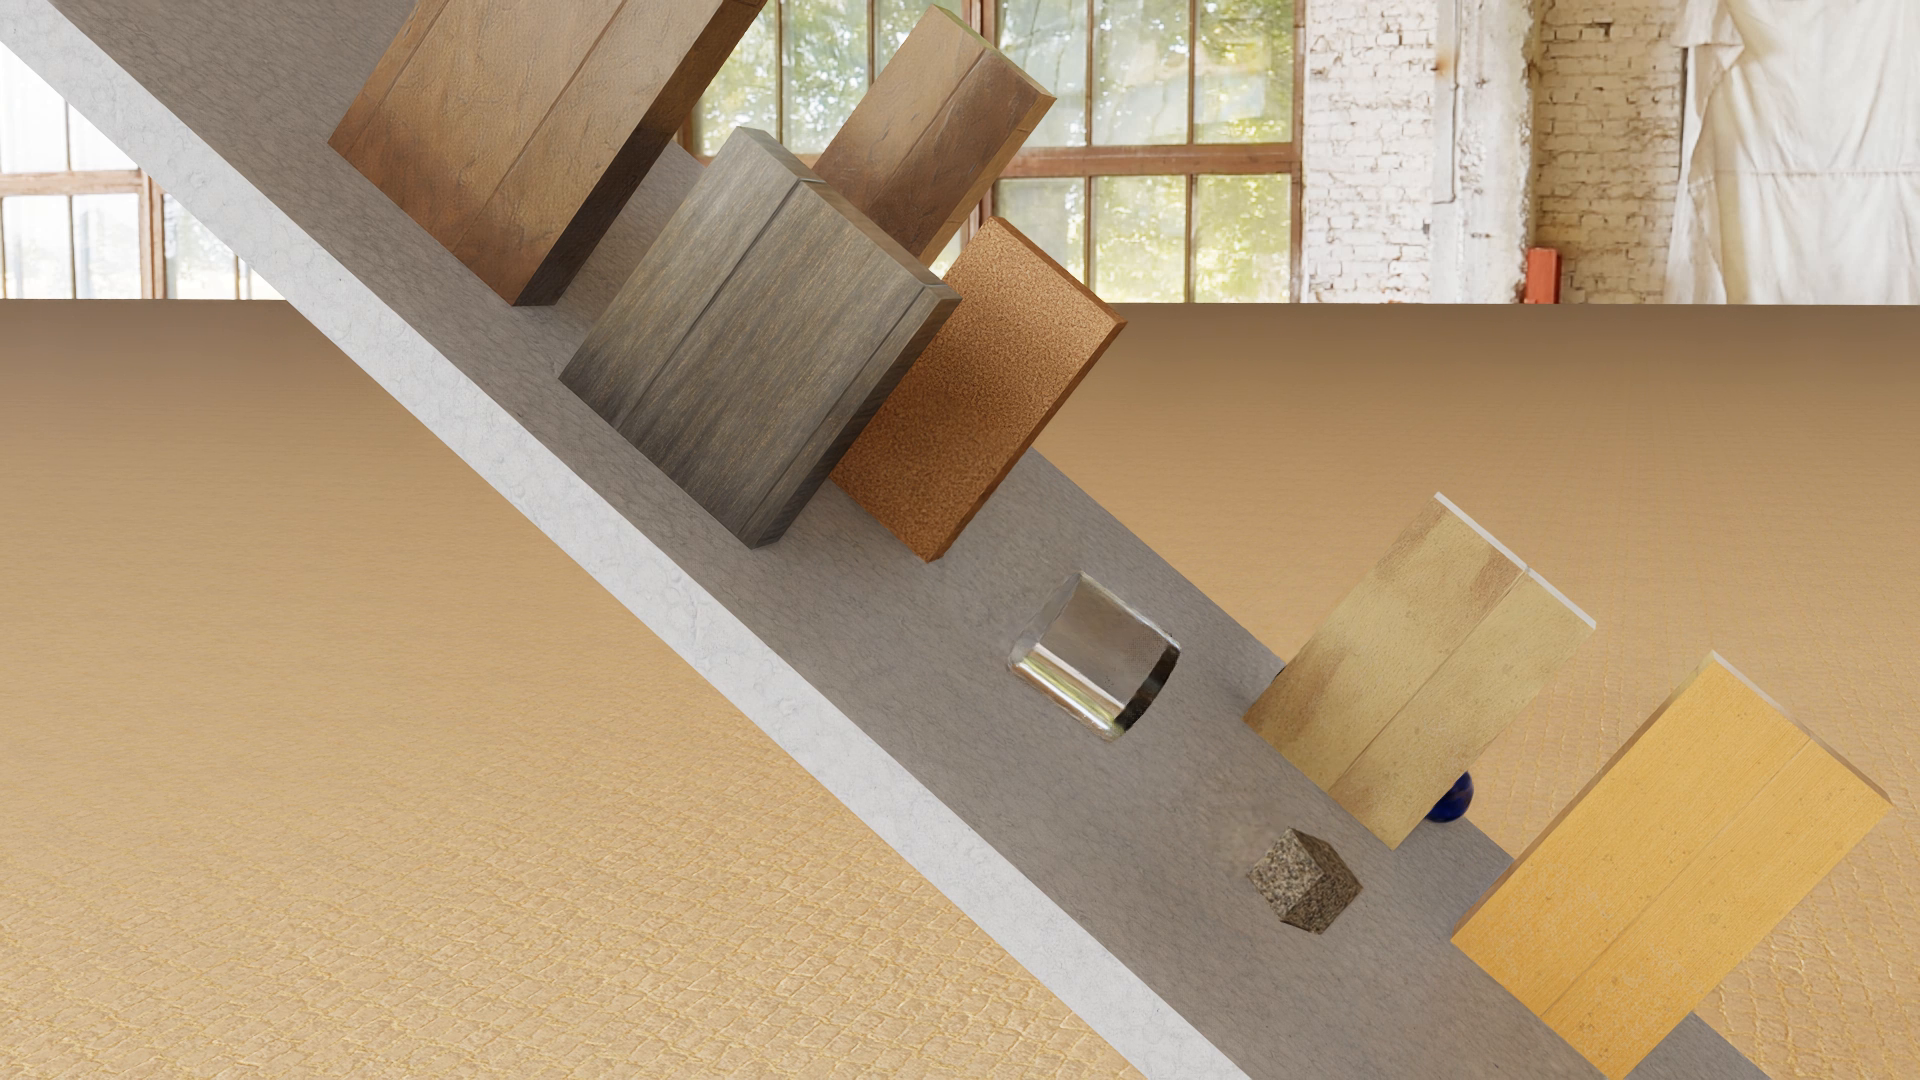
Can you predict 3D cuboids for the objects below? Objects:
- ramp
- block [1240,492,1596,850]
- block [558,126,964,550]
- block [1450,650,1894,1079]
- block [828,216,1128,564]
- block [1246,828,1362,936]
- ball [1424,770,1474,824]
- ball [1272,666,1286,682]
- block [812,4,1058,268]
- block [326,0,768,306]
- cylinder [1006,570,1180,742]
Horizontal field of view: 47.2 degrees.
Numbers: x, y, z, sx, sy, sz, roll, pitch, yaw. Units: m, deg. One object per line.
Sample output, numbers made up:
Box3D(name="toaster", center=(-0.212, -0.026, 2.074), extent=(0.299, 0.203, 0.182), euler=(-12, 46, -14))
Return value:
Box3D(name="ramp", center=(-0.014, 0.065, 4.047), extent=(4.000, 0.100, 2.000), euler=(41, 16, 9))
Box3D(name="block", center=(0.881, 0.253, 4.248), extent=(0.386, 0.575, 0.103), euler=(41, 16, 9))
Box3D(name="block", center=(-0.309, -0.307, 3.358), extent=(0.409, 0.487, 0.110), euler=(41, 16, 9))
Box3D(name="block", center=(1.263, 0.588, 3.942), extent=(0.385, 0.697, 0.105), euler=(41, 16, 9))
Box3D(name="block", center=(0.008, -0.259, 3.824), extent=(0.287, 0.538, 0.086), euler=(41, 16, 9))
Box3D(name="block", center=(0.560, 0.555, 3.574), extent=(0.109, 0.109, 0.109), euler=(25, 21, -40))
Box3D(name="ball", center=(0.996, 0.517, 4.566), extent=(0.140, 0.140, 0.140), euler=(0, 7, 0))
Box3D(name="ball", center=(0.703, 0.316, 4.475), extent=(0.143, 0.143, 0.143), euler=(0, 7, 0))
Box3D(name="block", center=(-0.119, -0.816, 4.865), extent=(0.315, 0.651, 0.135), euler=(41, 16, 9))
Box3D(name="block", center=(-0.641, -0.793, 3.538), extent=(0.423, 0.722, 0.148), euler=(41, 16, 9))
Box3D(name="cylinder", center=(0.221, 0.193, 3.652), extent=(0.207, 0.207, 0.207), euler=(36, 3, -7))
